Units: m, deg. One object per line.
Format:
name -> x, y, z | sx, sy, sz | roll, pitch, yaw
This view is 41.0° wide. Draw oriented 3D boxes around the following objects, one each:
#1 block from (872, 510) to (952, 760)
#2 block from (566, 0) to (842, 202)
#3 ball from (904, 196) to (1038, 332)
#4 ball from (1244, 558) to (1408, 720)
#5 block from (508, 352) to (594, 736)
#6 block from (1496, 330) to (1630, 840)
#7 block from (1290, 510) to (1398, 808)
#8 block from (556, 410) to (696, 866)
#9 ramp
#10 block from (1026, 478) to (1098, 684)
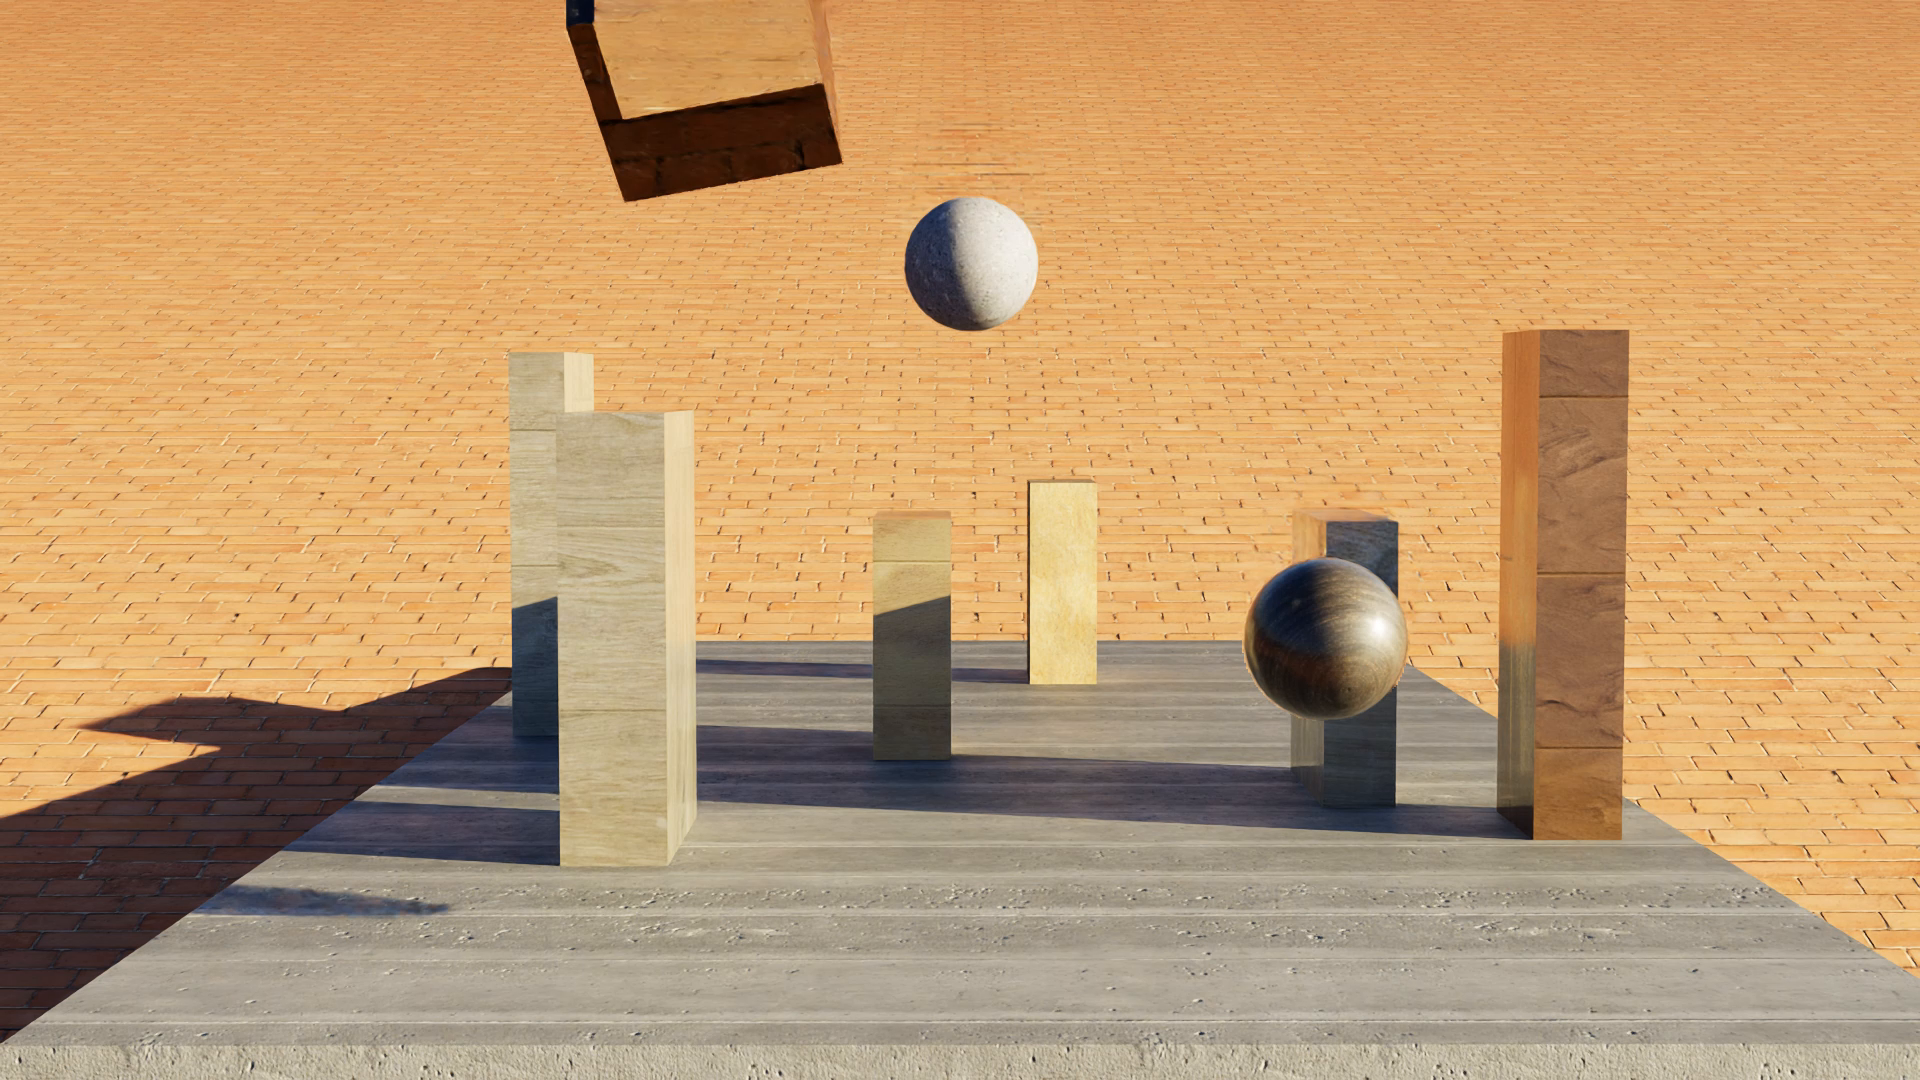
block -> -0.083, 0.163, 4.602 | 0.135, 0.417, 0.318 | 0, 3, 0
block -> -0.225, -0.454, 2.269 | 0.197, 0.197, 0.197 | -10, 49, 3
ball -> 0.012, -0.286, 2.658 | 0.139, 0.139, 0.139 | 0, 20, 0
ball -> 0.406, 0.110, 2.850 | 0.181, 0.181, 0.181 | 0, 20, 0
block -> -0.780, -0.003, 4.936 | 0.103, 0.710, 0.380 | 0, 3, 0
block -> 0.881, 0.058, 3.770 | 0.126, 0.727, 0.248 | 0, 3, 0
block -> 0.614, 0.180, 4.129 | 0.111, 0.440, 0.385 | 0, 3, 0
block -> -0.469, 0.124, 3.651 | 0.145, 0.613, 0.392 | 0, 3, 0
ramp -> 0.047, 0.426, 4.533 | 2.000, 0.100, 4.000 | 0, 3, 0
block -> 0.224, 0.088, 5.684 | 0.145, 0.436, 0.240 | 0, 3, 0
